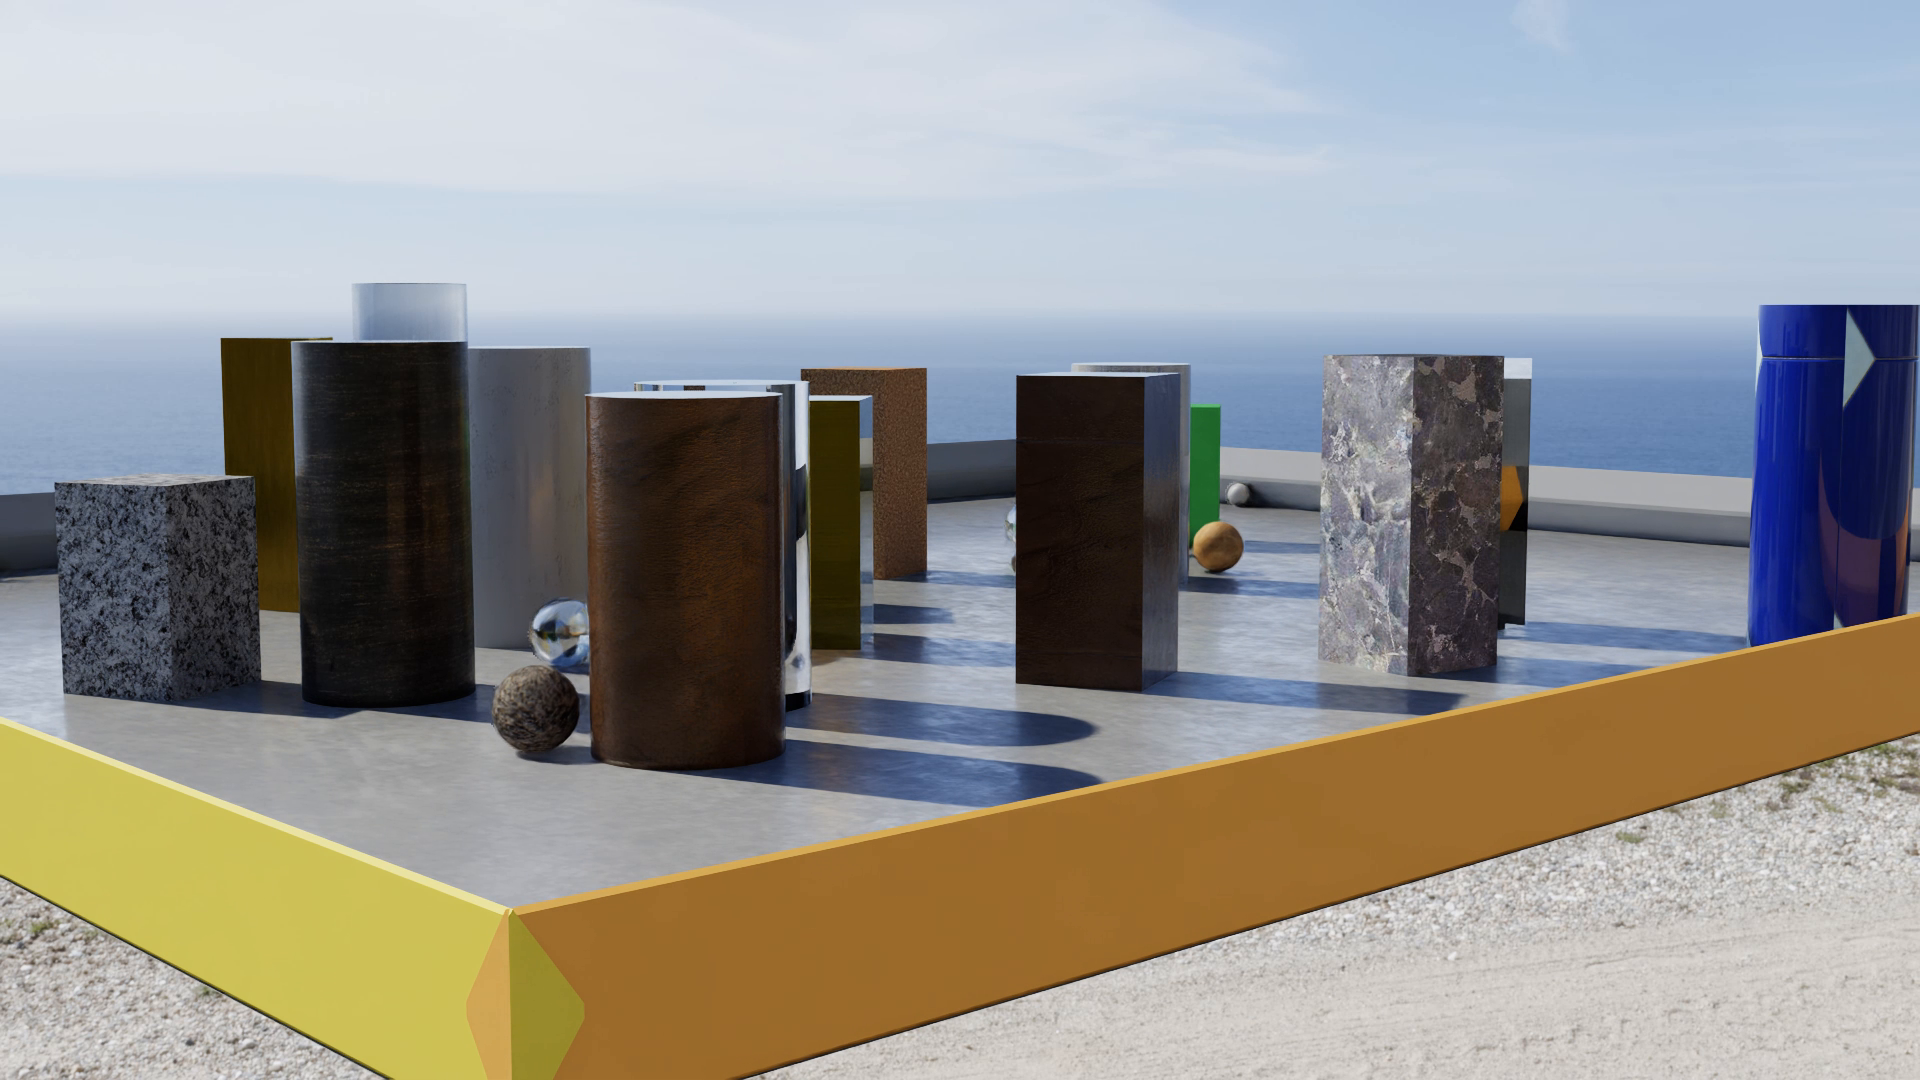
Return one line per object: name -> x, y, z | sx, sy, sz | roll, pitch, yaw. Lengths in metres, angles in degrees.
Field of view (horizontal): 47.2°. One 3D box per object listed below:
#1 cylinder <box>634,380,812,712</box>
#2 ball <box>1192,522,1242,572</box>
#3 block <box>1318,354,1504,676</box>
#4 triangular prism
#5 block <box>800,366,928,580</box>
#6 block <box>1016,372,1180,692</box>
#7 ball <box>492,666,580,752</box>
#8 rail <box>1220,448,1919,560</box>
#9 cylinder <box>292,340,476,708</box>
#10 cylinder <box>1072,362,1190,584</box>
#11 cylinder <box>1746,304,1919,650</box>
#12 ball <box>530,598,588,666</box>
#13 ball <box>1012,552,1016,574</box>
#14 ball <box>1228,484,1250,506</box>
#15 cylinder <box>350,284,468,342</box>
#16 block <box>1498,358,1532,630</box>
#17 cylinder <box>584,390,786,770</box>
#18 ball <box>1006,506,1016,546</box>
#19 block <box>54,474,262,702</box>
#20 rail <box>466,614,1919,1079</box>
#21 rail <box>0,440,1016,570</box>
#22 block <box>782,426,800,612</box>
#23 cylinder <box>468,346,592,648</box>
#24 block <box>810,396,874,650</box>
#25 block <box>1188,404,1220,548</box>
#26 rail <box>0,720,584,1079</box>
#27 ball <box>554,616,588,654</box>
cylinder -> -0.267, 0.004, 2.488 | 0.196, 0.364, 0.196 | 0, 6, 0
ball -> 0.439, 0.011, 3.751 | 0.086, 0.086, 0.086 | 0, 6, 0
block -> 0.566, -0.038, 2.769 | 0.157, 0.388, 0.157 | -4, 7, -34
triangular prism -> -0.992, -0.103, 3.321 | 0.170, 0.403, 0.147 | 2, 6, 22
block -> -0.161, -0.117, 3.724 | 0.157, 0.347, 0.157 | 3, 7, 25
block -> 0.168, -0.016, 2.657 | 0.157, 0.368, 0.157 | 2, 6, 21
ball -> -0.428, 0.170, 2.222 | 0.088, 0.088, 0.088 | 0, 6, 0
rail -> 1.196, -0.082, 4.430 | 0.045, 0.127, 2.877 | -5, 8, -42
cylinder -> -0.665, -0.025, 2.543 | 0.196, 0.409, 0.196 | 0, 6, 0
cylinder -> 0.280, -0.111, 3.619 | 0.196, 0.357, 0.196 | 0, 6, 0
cylinder -> 1.138, -0.080, 2.871 | 0.196, 0.451, 0.196 | 0, 6, 0
ball -> -0.495, 0.116, 2.752 | 0.086, 0.086, 0.086 | 0, 6, 0
ball -> 0.114, 0.038, 3.629 | 0.058, 0.058, 0.058 | 0, 6, 0
ball -> 0.634, -0.102, 4.996 | 0.052, 0.052, 0.052 | 0, 6, 0
cylinder -> -0.956, -0.201, 3.843 | 0.196, 0.490, 0.196 | 0, 6, 0
block -> 0.689, -0.067, 3.096 | 0.157, 0.377, 0.157 | -6, 8, -44
cylinder -> -0.275, 0.034, 2.210 | 0.196, 0.361, 0.196 | 0, 6, 0
ball -> 0.133, -0.026, 4.053 | 0.098, 0.098, 0.098 | 0, 6, 0
block -> -0.944, 0.051, 2.597 | 0.157, 0.246, 0.157 | 2, 6, 20
rail -> 0.960, 0.141, 2.298 | 3.303, 0.127, 0.045 | -5, 8, -42
rail -> -0.960, -0.075, 4.366 | 3.303, 0.127, 0.045 | -5, 8, -42
block -> -0.321, -0.033, 3.310 | 0.157, 0.266, 0.157 | 0, 6, -3
cylinder -> -0.596, -0.063, 2.977 | 0.196, 0.395, 0.196 | 0, 6, 0
block -> -0.203, -0.027, 2.956 | 0.157, 0.328, 0.157 | 0, 6, 4
block -> 0.418, -0.126, 4.207 | 0.157, 0.263, 0.157 | 1, 6, 7
rail -> -1.196, 0.148, 2.234 | 0.045, 0.127, 2.877 | -5, 8, -42
ball -> -0.503, 0.123, 2.859 | 0.049, 0.049, 0.049 | 0, 6, 0
